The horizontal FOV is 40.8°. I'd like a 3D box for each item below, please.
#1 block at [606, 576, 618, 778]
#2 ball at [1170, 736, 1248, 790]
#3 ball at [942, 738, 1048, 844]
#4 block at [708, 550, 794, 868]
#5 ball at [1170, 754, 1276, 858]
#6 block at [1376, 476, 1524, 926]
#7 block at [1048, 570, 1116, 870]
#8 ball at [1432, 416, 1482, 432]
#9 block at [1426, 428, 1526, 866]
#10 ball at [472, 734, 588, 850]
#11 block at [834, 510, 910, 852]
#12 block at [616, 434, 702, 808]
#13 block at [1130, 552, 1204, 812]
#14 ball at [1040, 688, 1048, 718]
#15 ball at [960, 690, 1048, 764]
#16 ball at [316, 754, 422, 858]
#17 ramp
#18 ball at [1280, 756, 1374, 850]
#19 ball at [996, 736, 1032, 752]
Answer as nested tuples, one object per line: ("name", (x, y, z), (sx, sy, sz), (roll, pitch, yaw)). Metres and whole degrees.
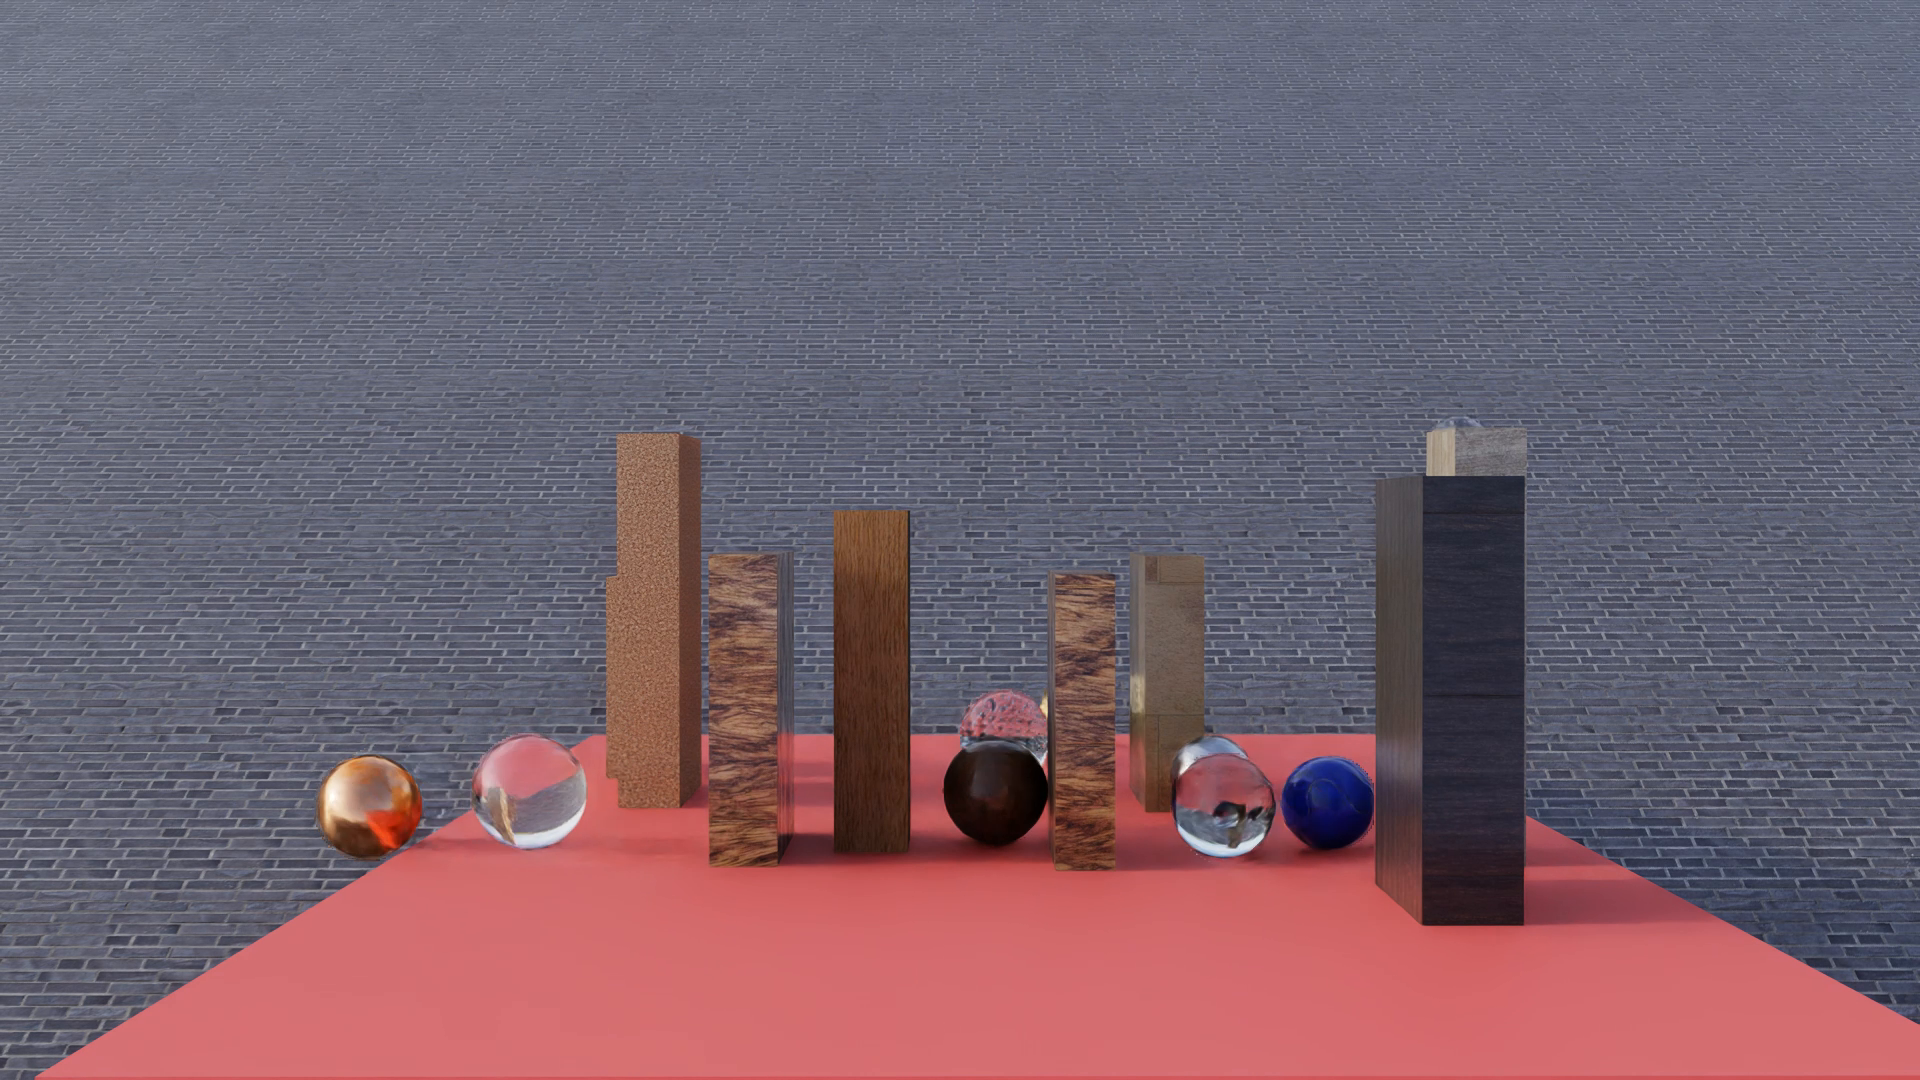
("block", (-0.703, 0.293, 5.674), (0.104, 0.431, 0.312), (0, 1, 0))
("ball", (0.469, 0.441, 4.822), (0.153, 0.153, 0.153), (0, 28, 0))
("ball", (0.061, 0.431, 4.447), (0.181, 0.181, 0.181), (0, 28, 0))
("block", (-0.348, 0.272, 4.363), (0.110, 0.502, 0.430), (0, 1, 0))
("ball", (0.434, 0.438, 4.257), (0.171, 0.171, 0.171), (0, 28, 0))
("block", (0.706, 0.219, 3.754), (0.140, 0.619, 0.399), (0, 1, 0))
("block", (0.199, 0.288, 4.283), (0.095, 0.471, 0.364), (0, 1, 0))
("ball", (1.563, -0.300, 8.097), (0.181, 0.181, 0.181), (0, 28, 0))
("block", (0.851, 0.171, 4.268), (0.115, 0.705, 0.251), (0, 1, 0))
("ball", (-0.727, 0.426, 4.367), (0.194, 0.194, 0.194), (0, 28, 0))
("block", (-0.149, 0.236, 4.446), (0.124, 0.573, 0.254), (0, 1, 0))
("block", (-0.599, 0.154, 5.177), (0.119, 0.721, 0.427), (0, 1, 0))
("block", (0.407, 0.271, 5.119), (0.112, 0.486, 0.445), (0, 1, 0))
("ball", (0.286, 0.411, 6.266), (0.182, 0.182, 0.182), (0, 28, 0))
("ball", (0.095, 0.414, 5.440), (0.193, 0.193, 0.193), (0, 28, 0))
("ball", (-1.010, 0.456, 4.419), (0.177, 0.177, 0.177), (0, 28, 0))
("ramp", (0.063, 0.570, 4.611), (2.000, 0.100, 4.000), (0, 1, 0))
("ball", (0.620, 0.444, 4.361), (0.157, 0.157, 0.157), (0, 28, 0))
("ball", (0.086, 0.451, 5.091), (0.128, 0.128, 0.128), (0, 28, 0))
